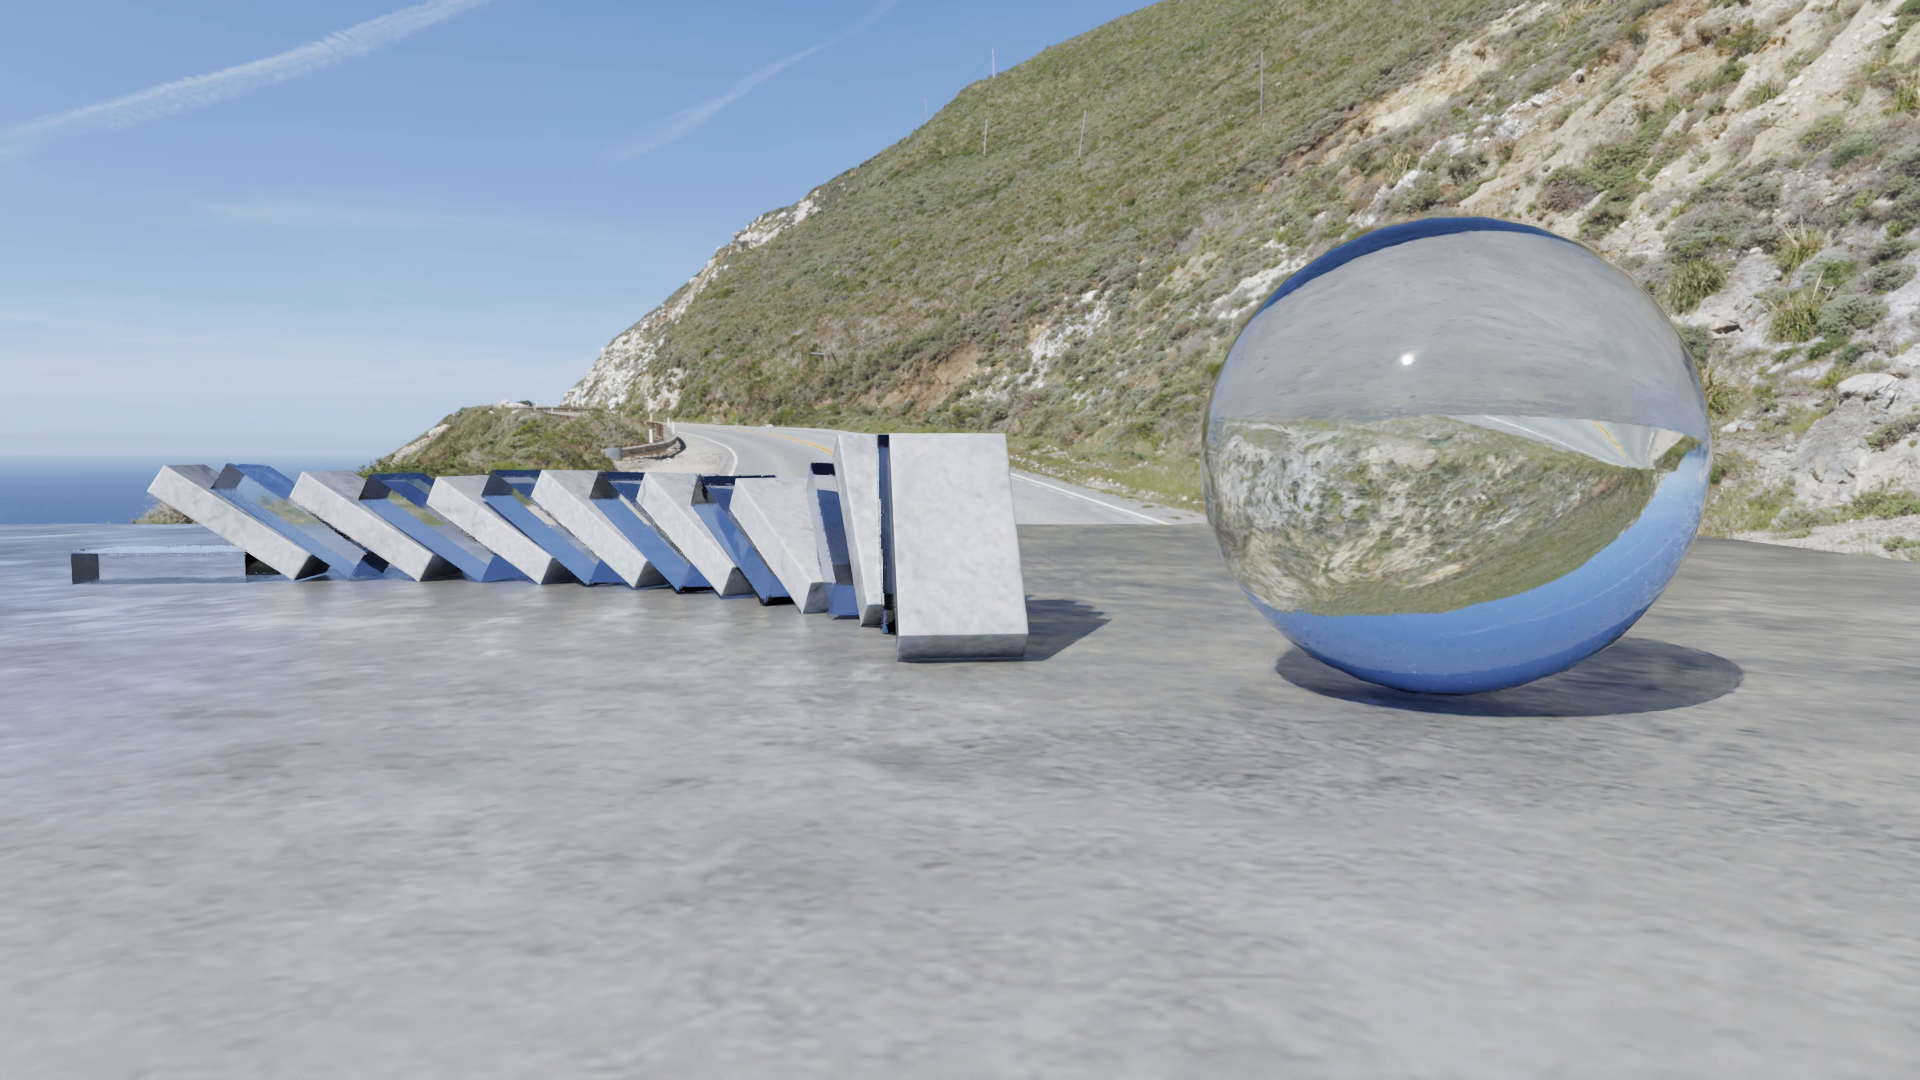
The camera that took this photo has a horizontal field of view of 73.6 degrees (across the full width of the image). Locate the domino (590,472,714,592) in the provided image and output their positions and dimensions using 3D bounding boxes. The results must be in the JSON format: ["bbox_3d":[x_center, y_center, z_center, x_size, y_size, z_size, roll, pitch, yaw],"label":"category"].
[{"bbox_3d":[-0.086,-0.003,0.384,0.050,0.009,0.025,40,25,31],"label":"domino"}]

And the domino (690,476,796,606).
[{"bbox_3d":[-0.053,-0.001,0.359,0.025,0.009,0.050,-3,35,-37],"label":"domino"}]

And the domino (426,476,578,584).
[{"bbox_3d":[-0.141,-0.004,0.406,0.050,0.009,0.025,32,15,17],"label":"domino"}]

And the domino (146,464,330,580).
[{"bbox_3d":[-0.225,-0.006,0.404,0.050,0.009,0.025,33,0,-7],"label":"domino"}]

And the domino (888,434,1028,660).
[{"bbox_3d":[-0.001,0.000,0.264,0.025,0.050,0.009,0,-35,-6],"label":"domino"}]

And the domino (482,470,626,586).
[{"bbox_3d":[-0.122,-0.005,0.400,0.050,0.009,0.025,36,17,20],"label":"domino"}]

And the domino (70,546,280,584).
[{"bbox_3d":[-0.245,0.008,0.402,0.050,0.010,0.025,0,4,-6],"label":"domino"}]

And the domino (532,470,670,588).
[{"bbox_3d":[-0.105,-0.004,0.393,0.050,0.009,0.025,37,19,24],"label":"domino"}]

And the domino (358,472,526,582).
[{"bbox_3d":[-0.163,-0.005,0.409,0.050,0.009,0.025,31,11,11],"label":"domino"}]

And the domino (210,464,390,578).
[{"bbox_3d":[-0.208,-0.006,0.408,0.050,0.010,0.025,33,0,-3],"label":"domino"}]

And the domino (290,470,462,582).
[{"bbox_3d":[-0.184,-0.005,0.410,0.050,0.009,0.025,32,8,5],"label":"domino"}]

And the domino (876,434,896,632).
[{"bbox_3d":[-0.006,-0.002,0.301,0.025,0.050,0.009,0,-35,-6],"label":"domino"}]

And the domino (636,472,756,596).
[{"bbox_3d":[-0.070,-0.003,0.373,0.025,0.009,0.050,-1,34,-46],"label":"domino"}]

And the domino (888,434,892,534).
[{"bbox_3d":[-0.003,-0.001,0.289,0.025,0.050,0.009,-1,-35,-6],"label":"domino"}]

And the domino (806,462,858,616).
[{"bbox_3d":[-0.024,-0.001,0.330,0.025,0.010,0.050,2,38,-17],"label":"domino"}]

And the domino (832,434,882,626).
[{"bbox_3d":[-0.015,-0.003,0.313,0.025,0.050,0.009,-1,-34,-17],"label":"domino"}]

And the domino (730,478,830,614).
[{"bbox_3d":[-0.040,0.000,0.344,0.025,0.009,0.050,-3,35,-34],"label":"domino"}]

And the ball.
[{"bbox_3d":[0.081,-0.014,0.217,0.080,0.080,0.080,0,4,0],"label":"ball"}]
